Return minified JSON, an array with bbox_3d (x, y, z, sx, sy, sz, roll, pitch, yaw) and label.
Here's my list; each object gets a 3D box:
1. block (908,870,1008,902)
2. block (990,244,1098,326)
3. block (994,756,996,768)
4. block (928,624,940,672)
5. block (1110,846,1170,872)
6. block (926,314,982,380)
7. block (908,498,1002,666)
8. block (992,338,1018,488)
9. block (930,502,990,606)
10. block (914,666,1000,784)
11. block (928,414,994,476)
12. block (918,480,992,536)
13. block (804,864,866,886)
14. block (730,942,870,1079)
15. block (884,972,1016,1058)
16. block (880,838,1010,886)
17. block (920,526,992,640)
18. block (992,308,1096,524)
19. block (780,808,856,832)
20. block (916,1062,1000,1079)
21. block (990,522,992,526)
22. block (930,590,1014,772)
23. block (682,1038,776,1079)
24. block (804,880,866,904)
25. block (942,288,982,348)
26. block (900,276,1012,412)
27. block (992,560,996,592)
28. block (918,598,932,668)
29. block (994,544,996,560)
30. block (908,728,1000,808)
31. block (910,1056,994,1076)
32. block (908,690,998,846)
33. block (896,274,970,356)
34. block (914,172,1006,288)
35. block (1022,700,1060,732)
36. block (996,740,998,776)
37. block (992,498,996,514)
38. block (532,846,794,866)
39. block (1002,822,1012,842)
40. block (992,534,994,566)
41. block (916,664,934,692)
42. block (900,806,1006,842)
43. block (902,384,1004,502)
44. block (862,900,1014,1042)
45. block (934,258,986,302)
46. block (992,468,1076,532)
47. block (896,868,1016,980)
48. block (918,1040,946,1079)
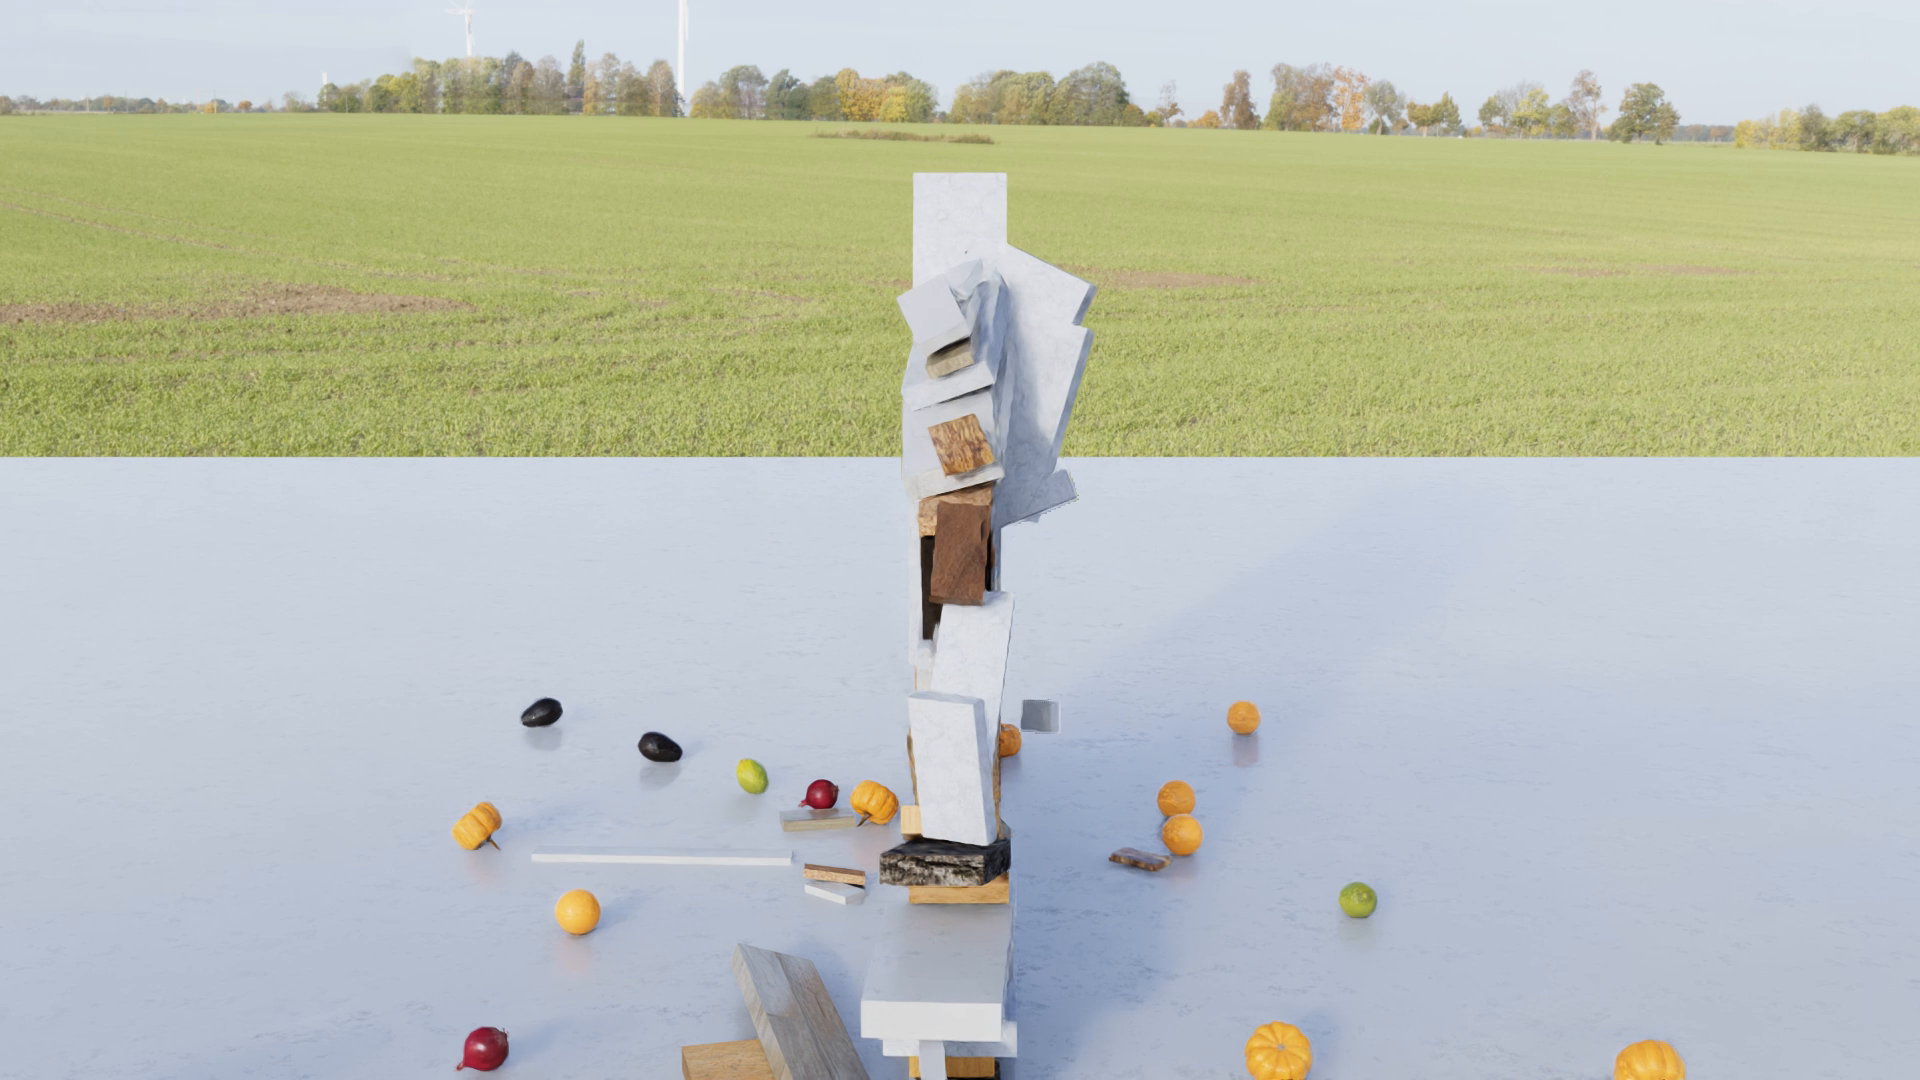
[{"bbox_3d":[-0.003,0.485,3.147,0.137,0.039,0.274,0,-3,0],"label":"block"},{"bbox_3d":[0.088,-0.325,3.850,0.171,0.342,0.048,29,9,19],"label":"block"},{"bbox_3d":[-0.002,0.257,3.641,0.119,0.238,0.034,0,6,1],"label":"block"},{"bbox_3d":[-0.003,0.167,3.344,0.081,0.023,0.161,8,16,0],"label":"block"},{"bbox_3d":[0.313,0.555,3.822,0.095,0.013,0.047,8,13,37],"label":"block"},{"bbox_3d":[-0.010,-0.315,3.568,0.077,0.022,0.155,-20,25,15],"label":"block"},{"bbox_3d":[-0.008,0.060,3.936,0.164,0.329,0.047,0,12,1],"label":"block"},{"bbox_3d":[0.005,-0.206,3.675,0.150,0.043,0.301,-8,48,19],"label":"block"},{"bbox_3d":[0.000,0.020,3.223,0.077,0.155,0.022,4,-28,1],"label":"block"},{"bbox_3d":[-0.005,0.172,4.179,0.164,0.636,0.047,0,11,0],"label":"block"},{"bbox_3d":[0.000,-0.147,3.381,0.077,0.022,0.155,-18,25,-1],"label":"block"},{"bbox_3d":[-0.006,-0.056,3.390,0.108,0.030,0.215,-3,18,3],"label":"block"},{"bbox_3d":[-0.212,0.564,3.709,0.103,0.015,0.052,8,2,-3],"label":"block"},{"bbox_3d":[-0.215,0.677,3.010,0.118,0.034,0.550,17,6,-16],"label":"block"},{"bbox_3d":[-0.010,0.626,3.050,0.173,0.049,0.392,0,6,1],"label":"block"},{"bbox_3d":[-0.017,0.436,2.988,0.137,0.039,0.274,-1,-4,9],"label":"block"},{"bbox_3d":[-0.006,0.068,3.405,0.108,0.215,0.030,0,43,1],"label":"block"},{"bbox_3d":[0.098,-0.216,3.779,0.171,0.342,0.048,17,1,20],"label":"block"},{"bbox_3d":[-0.262,0.513,4.034,0.131,0.019,0.066,-2,11,-11],"label":"block"},{"bbox_3d":[-0.002,0.731,2.826,0.110,0.031,0.221,0,11,0],"label":"block"},{"bbox_3d":[-0.003,0.023,3.536,0.108,0.215,0.030,0,50,1],"label":"block"},{"bbox_3d":[0.012,0.210,3.207,0.103,0.292,0.029,5,-27,6],"label":"block"},{"bbox_3d":[-0.291,0.720,2.879,0.118,0.034,0.237,-3,11,-14],"label":"block"},{"bbox_3d":[-0.208,0.584,3.662,0.094,0.013,0.047,9,14,41],"label":"block"},{"bbox_3d":[-0.017,-0.360,3.605,0.085,0.024,0.169,-20,22,16],"label":"block"},{"bbox_3d":[-0.003,-0.331,3.669,0.150,0.043,0.301,-18,30,18],"label":"block"},{"bbox_3d":[0.002,0.199,3.704,0.117,0.330,0.033,0,11,1],"label":"block"},{"bbox_3d":[-0.006,0.145,3.551,0.119,0.034,0.239,0,20,1],"label":"block"},{"bbox_3d":[0.002,0.124,3.849,0.117,0.235,0.033,0,11,-1],"label":"block"},{"bbox_3d":[-0.012,0.337,3.247,0.118,0.034,0.237,2,16,-5],"label":"block"},{"bbox_3d":[-0.012,0.674,2.982,0.110,0.031,0.220,0,6,0],"label":"block"},{"bbox_3d":[-0.010,0.311,3.003,0.103,0.206,0.029,4,19,31],"label":"block"},{"bbox_3d":[-0.044,-0.364,3.550,0.085,0.024,0.169,-27,35,3],"label":"block"},{"bbox_3d":[0.000,-0.427,4.056,0.171,0.492,0.048,0,0,-1],"label":"block"},{"bbox_3d":[0.135,0.296,3.707,0.015,0.051,0.103,5,-4,-26],"label":"block"},{"bbox_3d":[0.001,0.404,3.933,0.135,0.269,0.038,0,11,0],"label":"block"},{"bbox_3d":[0.010,-0.065,3.601,0.075,0.021,0.149,-6,-12,8],"label":"block"},{"bbox_3d":[-0.518,0.551,3.841,0.454,0.013,0.047,1,11,3],"label":"block"},{"bbox_3d":[0.022,0.435,3.330,0.081,0.023,0.161,-4,-18,13],"label":"block"},{"bbox_3d":[-0.003,0.006,3.747,0.117,0.033,0.235,0,10,0],"label":"block"},{"bbox_3d":[-0.008,0.323,3.491,0.119,0.259,0.034,0,5,2],"label":"block"},{"bbox_3d":[-0.007,0.435,3.227,0.137,0.039,0.274,-1,-18,3],"label":"block"},{"bbox_3d":[-0.014,-0.166,3.502,0.150,0.043,0.317,-15,26,6],"label":"block"},{"bbox_3d":[-0.024,0.558,2.879,0.173,0.049,0.346,1,12,4],"label":"block"},{"bbox_3d":[-0.013,-0.427,3.695,0.085,0.024,0.169,-19,18,18],"label":"block"},{"bbox_3d":[0.112,-0.066,3.726,0.166,0.051,0.015,-22,-11,17],"label":"block"},{"bbox_3d":[-0.006,0.552,3.191,0.173,0.049,0.346,0,9,2],"label":"block"},{"bbox_3d":[-0.032,0.676,2.726,0.031,0.110,0.220,-4,11,-2],"label":"block"}]
